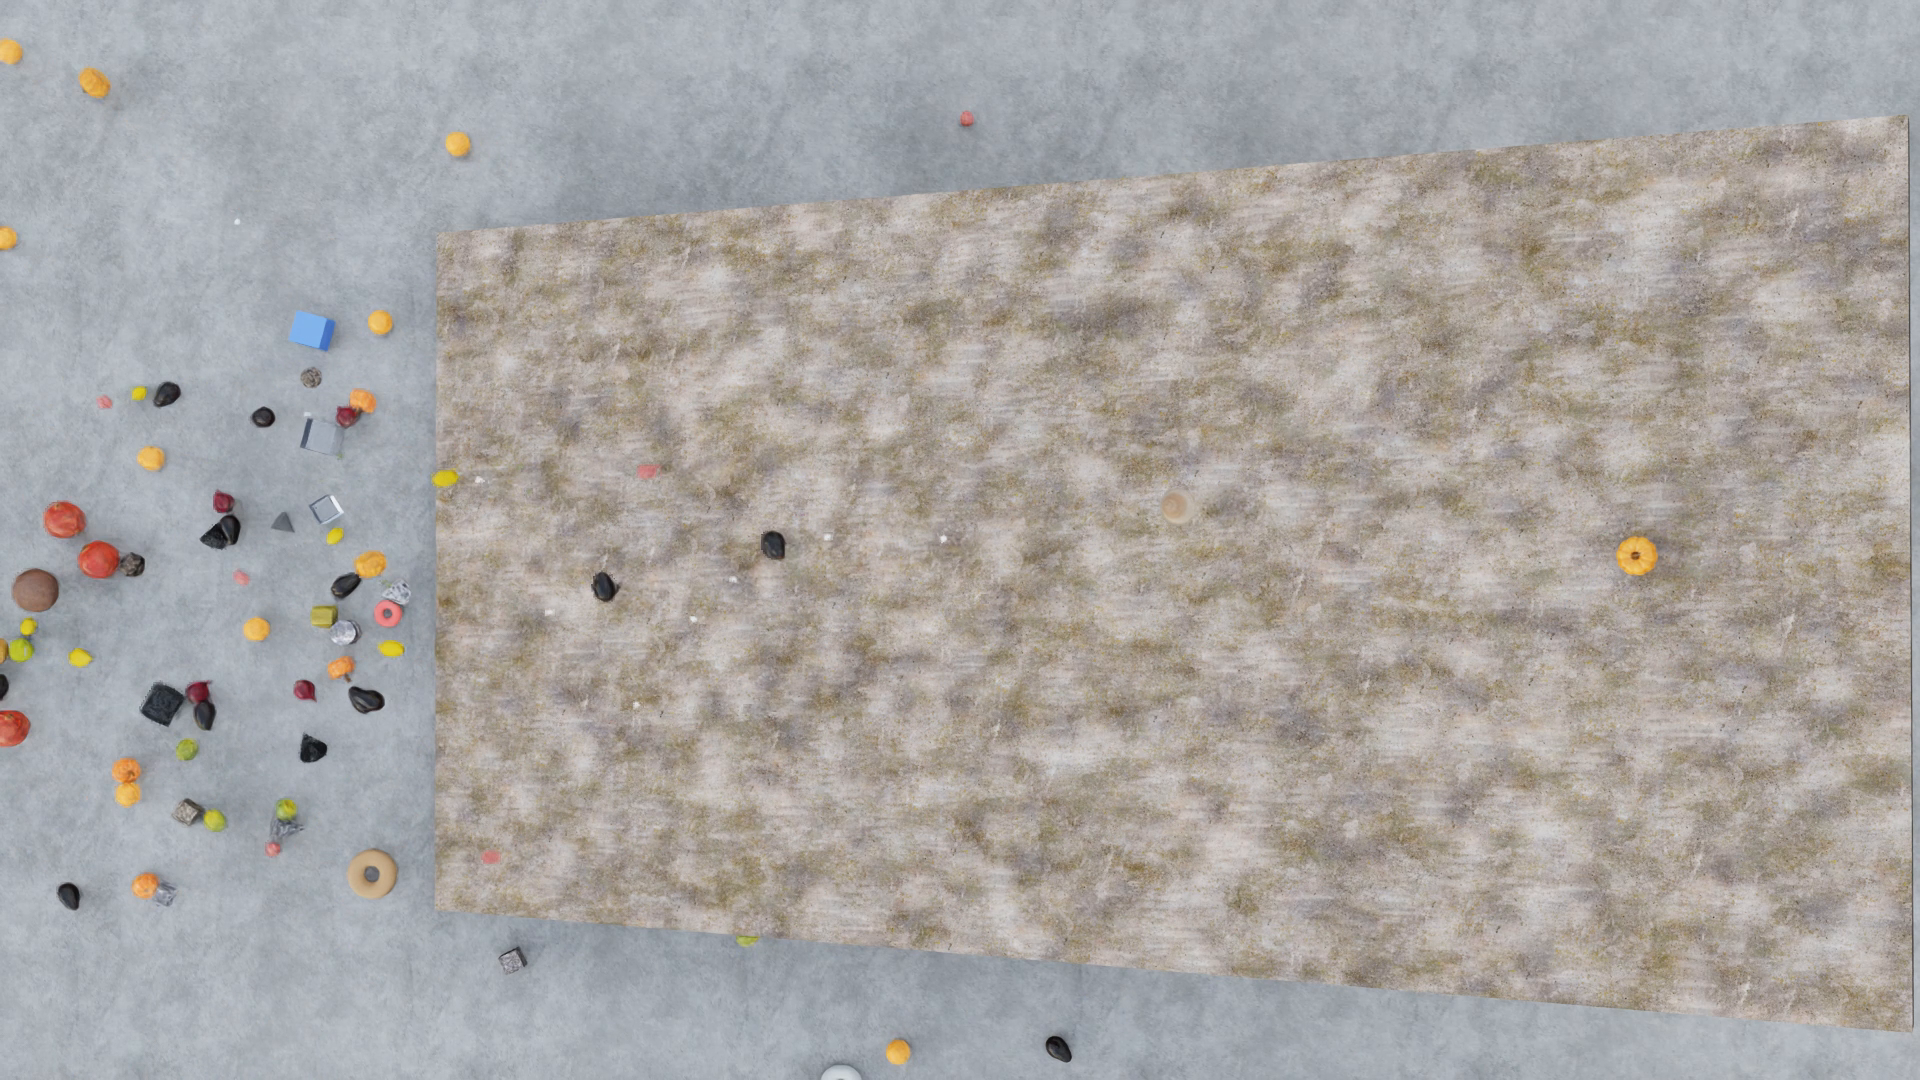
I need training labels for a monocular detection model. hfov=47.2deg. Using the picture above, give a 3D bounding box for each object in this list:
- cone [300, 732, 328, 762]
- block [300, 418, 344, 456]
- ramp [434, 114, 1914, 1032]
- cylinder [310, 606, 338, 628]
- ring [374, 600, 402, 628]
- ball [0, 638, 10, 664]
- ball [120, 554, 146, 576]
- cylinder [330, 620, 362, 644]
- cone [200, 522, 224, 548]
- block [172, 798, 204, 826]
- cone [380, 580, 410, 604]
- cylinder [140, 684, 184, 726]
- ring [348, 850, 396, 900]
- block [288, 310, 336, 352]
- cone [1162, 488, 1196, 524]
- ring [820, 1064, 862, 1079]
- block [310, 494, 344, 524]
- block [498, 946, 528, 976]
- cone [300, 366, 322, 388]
[{"bbox_3d":[-1.944,0.604,6.558,0.085,0.085,0.085,-40,58,0],"label":"cone"},{"bbox_3d":[-1.898,-0.305,6.546,0.089,0.089,0.089,15,89,0],"label":"block"},{"bbox_3d":[0.282,0.082,5.687,4.000,0.100,2.000,0,89,25],"label":"ramp"},{"bbox_3d":[-1.894,0.229,6.552,0.064,0.064,0.064,1,89,0],"label":"cylinder"},{"bbox_3d":[-1.710,0.219,6.571,0.083,0.028,0.083,0,91,0],"label":"ring"},{"bbox_3d":[-2.876,0.330,6.538,0.091,0.091,0.091,0,89,0],"label":"ball"},{"bbox_3d":[-2.464,0.075,6.551,0.071,0.071,0.071,0,89,0],"label":"ball"},{"bbox_3d":[-1.828,0.275,6.547,0.073,0.073,0.073,0,89,0],"label":"cylinder"},{"bbox_3d":[-2.222,-0.025,6.570,0.076,0.076,0.076,12,63,0],"label":"cone"},{"bbox_3d":[-2.302,0.812,6.549,0.057,0.057,0.057,34,89,0],"label":"block"},{"bbox_3d":[-1.690,0.159,6.531,0.077,0.077,0.077,5,98,35],"label":"cone"},{"bbox_3d":[-2.370,0.488,6.535,0.092,0.092,0.092,31,89,0],"label":"cylinder"},{"bbox_3d":[-1.751,0.995,6.551,0.149,0.050,0.149,0,88,1],"label":"ring"},{"bbox_3d":[-1.928,-0.623,6.548,0.092,0.092,0.092,15,89,0],"label":"block"},{"bbox_3d":[0.528,-0.084,5.467,0.092,0.092,0.092,0,89,25],"label":"cone"},{"bbox_3d":[-0.354,1.626,6.547,0.130,0.043,0.130,0,90,1],"label":"ring"},{"bbox_3d":[-1.889,-0.091,6.556,0.064,0.064,0.064,-32,89,0],"label":"block"},{"bbox_3d":[-1.331,1.253,6.544,0.058,0.058,0.058,-26,89,0],"label":"block"},{"bbox_3d":[-1.945,-0.487,6.560,0.065,0.065,0.065,0,89,0],"label":"cone"}]
